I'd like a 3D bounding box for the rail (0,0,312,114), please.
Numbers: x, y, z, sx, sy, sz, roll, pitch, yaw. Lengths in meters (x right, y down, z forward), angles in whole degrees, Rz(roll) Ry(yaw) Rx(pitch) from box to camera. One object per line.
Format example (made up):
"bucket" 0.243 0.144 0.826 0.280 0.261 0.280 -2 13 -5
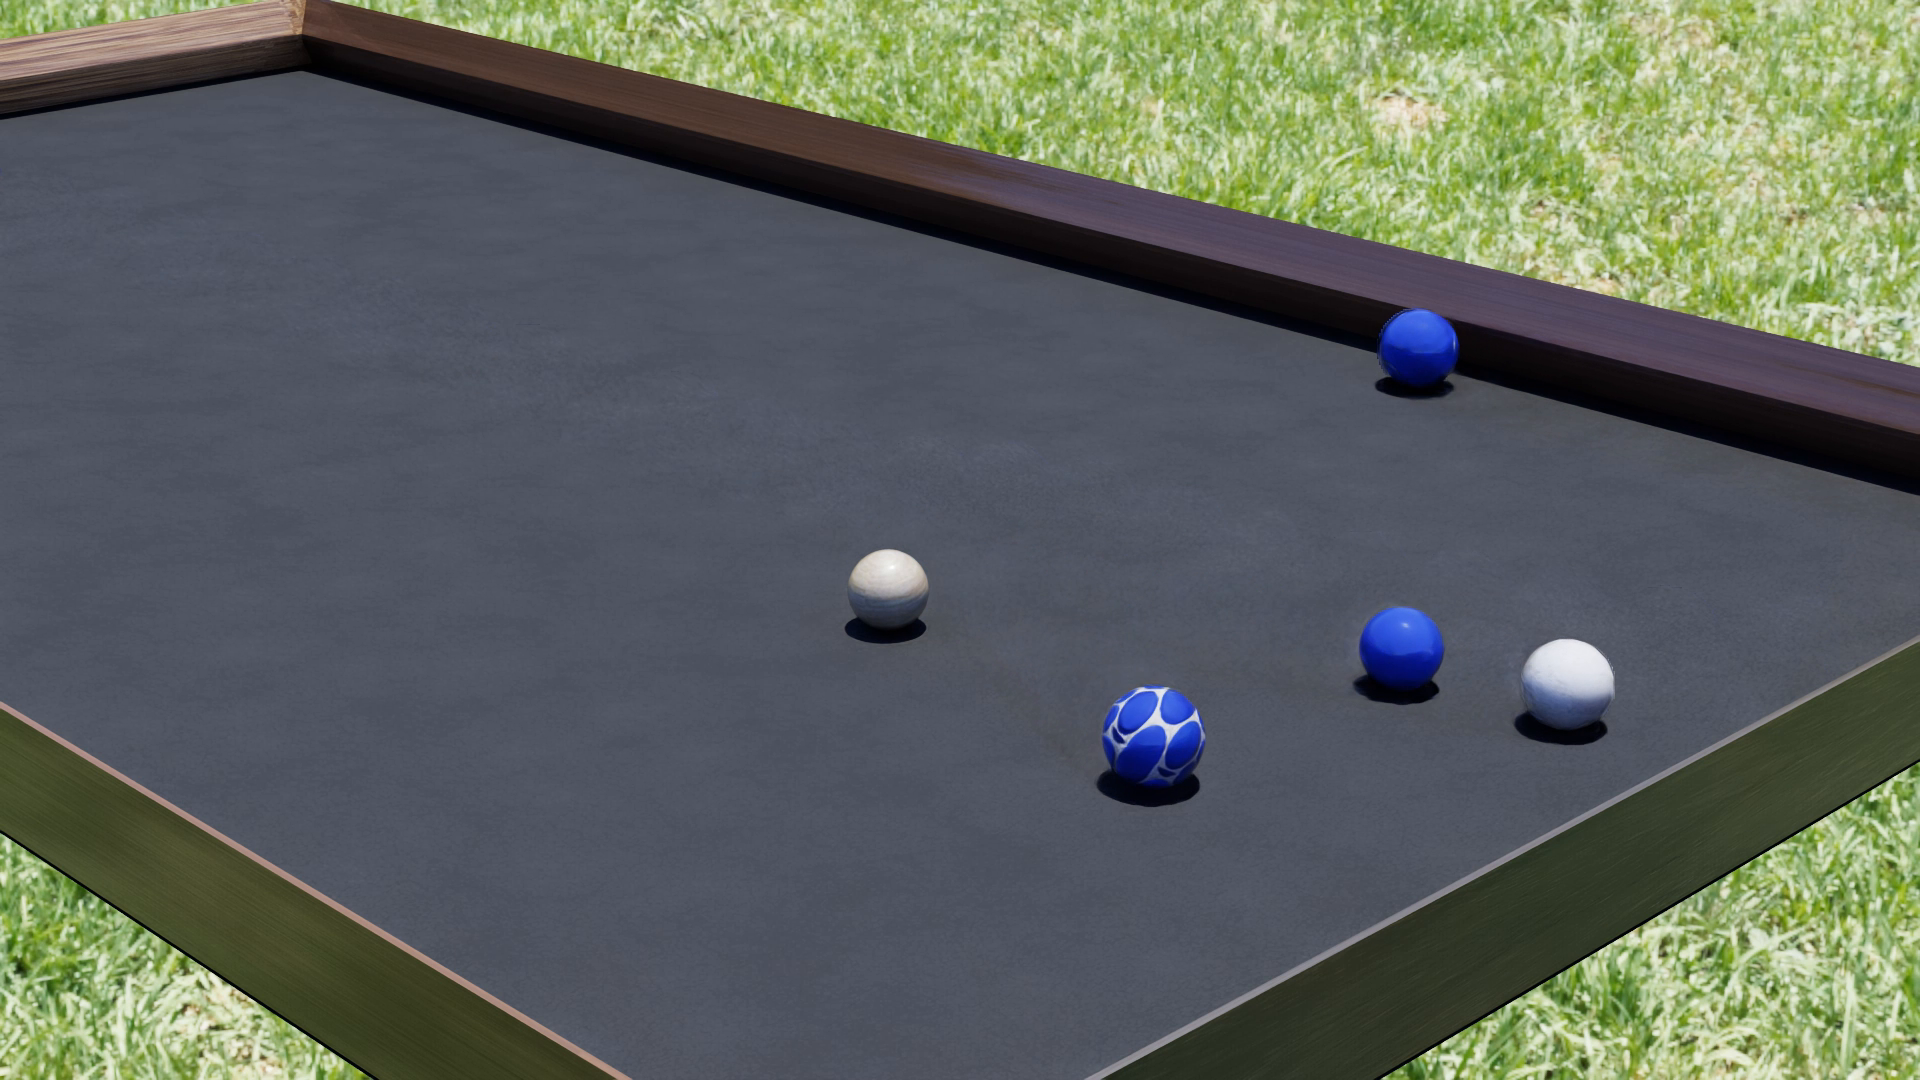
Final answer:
"rail" -1.699 -0.629 4.308 1.768 0.112 0.045 -19 28 -41

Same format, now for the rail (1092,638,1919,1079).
"rail" 0.555 0.181 2.151 1.768 0.112 0.045 -19 28 -41

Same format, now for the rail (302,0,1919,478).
"rail" 0.043 -0.436 3.793 0.045 0.112 3.270 -19 28 -41

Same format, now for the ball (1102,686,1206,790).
"ball" 0.150 0.152 2.275 0.080 0.080 0.080 0 21 0

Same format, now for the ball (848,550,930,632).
"ball" -0.063 0.044 2.576 0.072 0.072 0.072 0 21 0

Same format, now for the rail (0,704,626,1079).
"rail" -1.187 -0.013 2.667 0.045 0.112 3.270 -19 28 -41

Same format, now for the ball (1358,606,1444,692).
"ball" 0.368 0.091 2.453 0.071 0.071 0.071 0 21 0

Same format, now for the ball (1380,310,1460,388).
"ball" 0.505 -0.210 3.230 0.087 0.087 0.087 0 21 0

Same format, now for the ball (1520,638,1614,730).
"ball" 0.491 0.117 2.378 0.074 0.074 0.074 0 21 0
